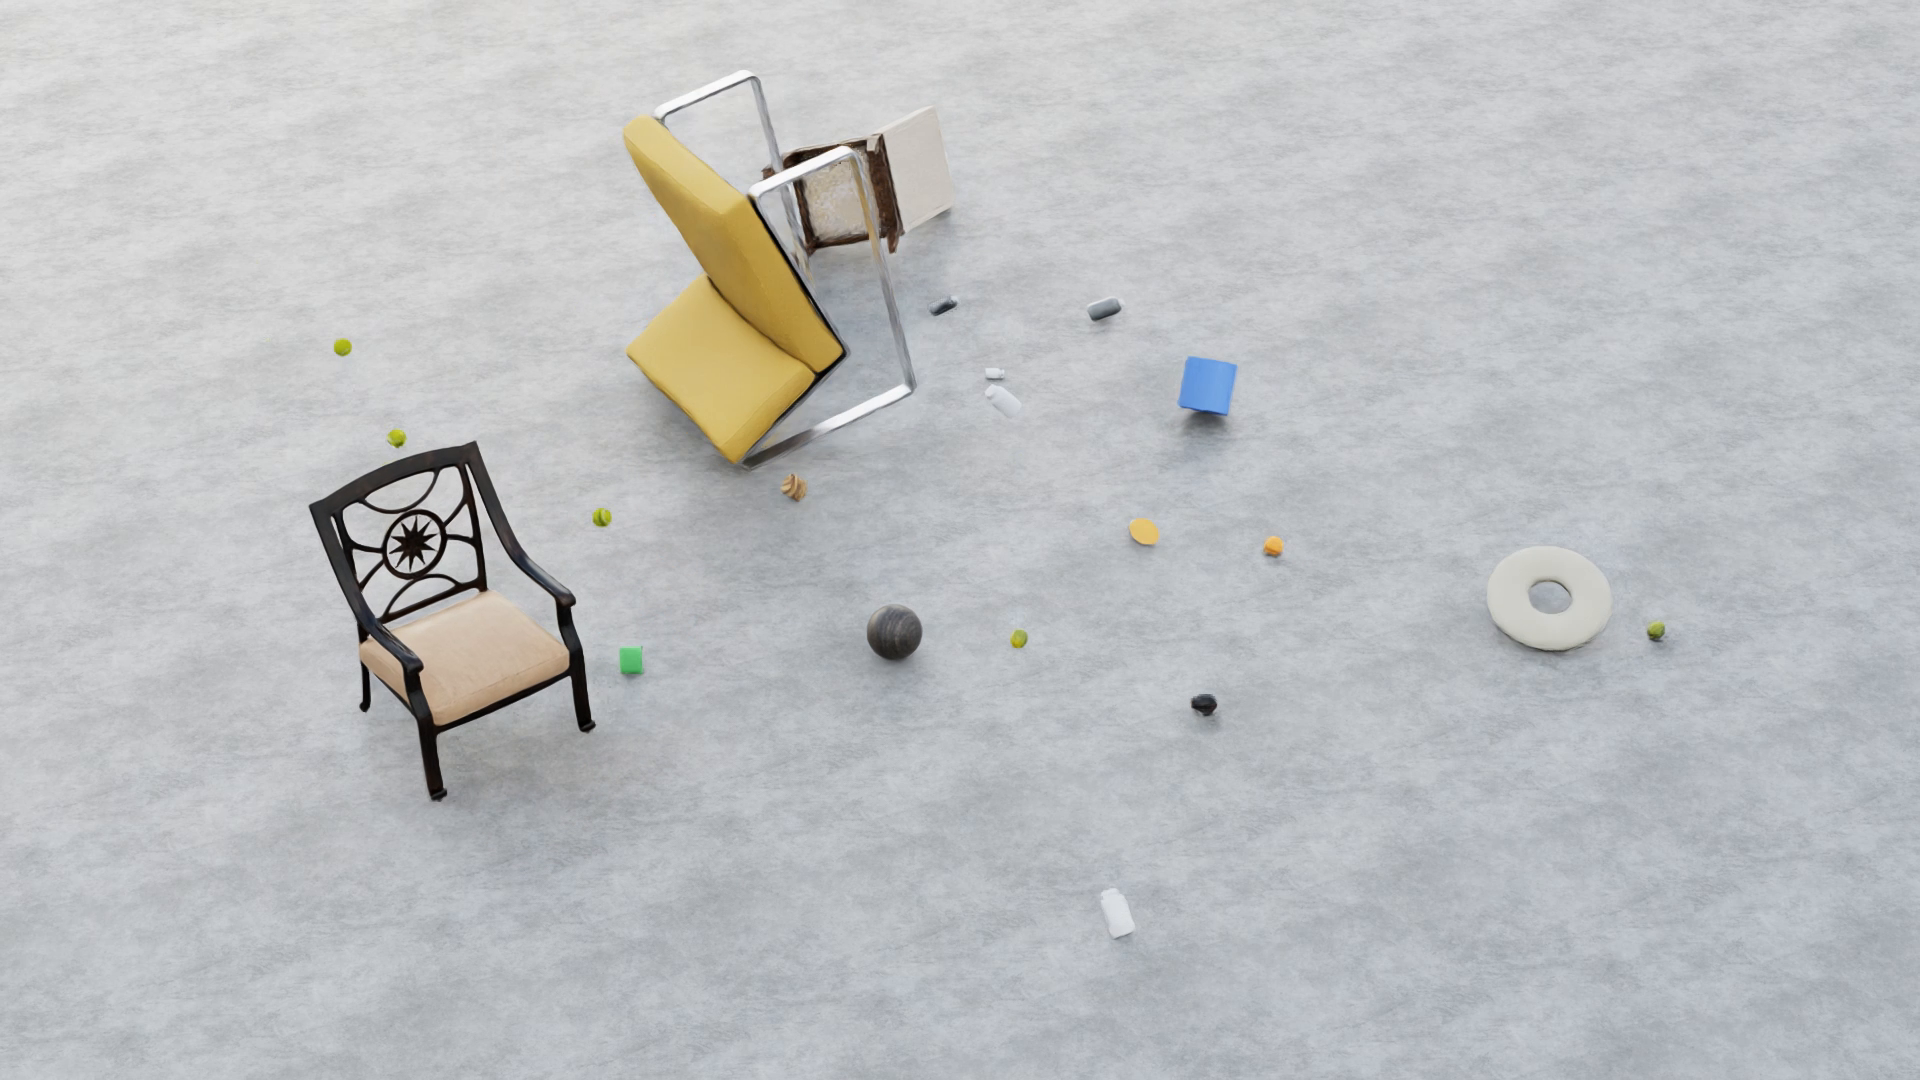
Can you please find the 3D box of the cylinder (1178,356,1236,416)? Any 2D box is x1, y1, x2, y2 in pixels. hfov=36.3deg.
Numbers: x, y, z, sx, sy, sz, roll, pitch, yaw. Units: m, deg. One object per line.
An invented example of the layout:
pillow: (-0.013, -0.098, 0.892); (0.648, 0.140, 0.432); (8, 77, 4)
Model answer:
cylinder: (0.979, -0.611, 11.620); (0.204, 0.201, 0.196); (11, 1, -22)

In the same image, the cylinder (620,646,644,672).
cylinder: (-1.146, 0.416, 10.227); (0.073, 0.096, 0.070); (0, 24, 1)

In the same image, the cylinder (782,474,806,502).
cylinder: (-0.629, -0.199, 11.128); (0.044, 0.095, 0.081); (19, 80, 34)

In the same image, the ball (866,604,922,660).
ball: (-0.230, 0.322, 10.276); (0.197, 0.197, 0.197); (0, 33, 0)

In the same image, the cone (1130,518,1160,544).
cone: (0.664, -0.050, 10.968); (0.128, 0.089, 0.169); (33, 2, -19)

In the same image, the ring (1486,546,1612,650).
ring: (2.095, 0.205, 10.421); (0.451, 0.073, 0.417); (-7, 61, -5)
